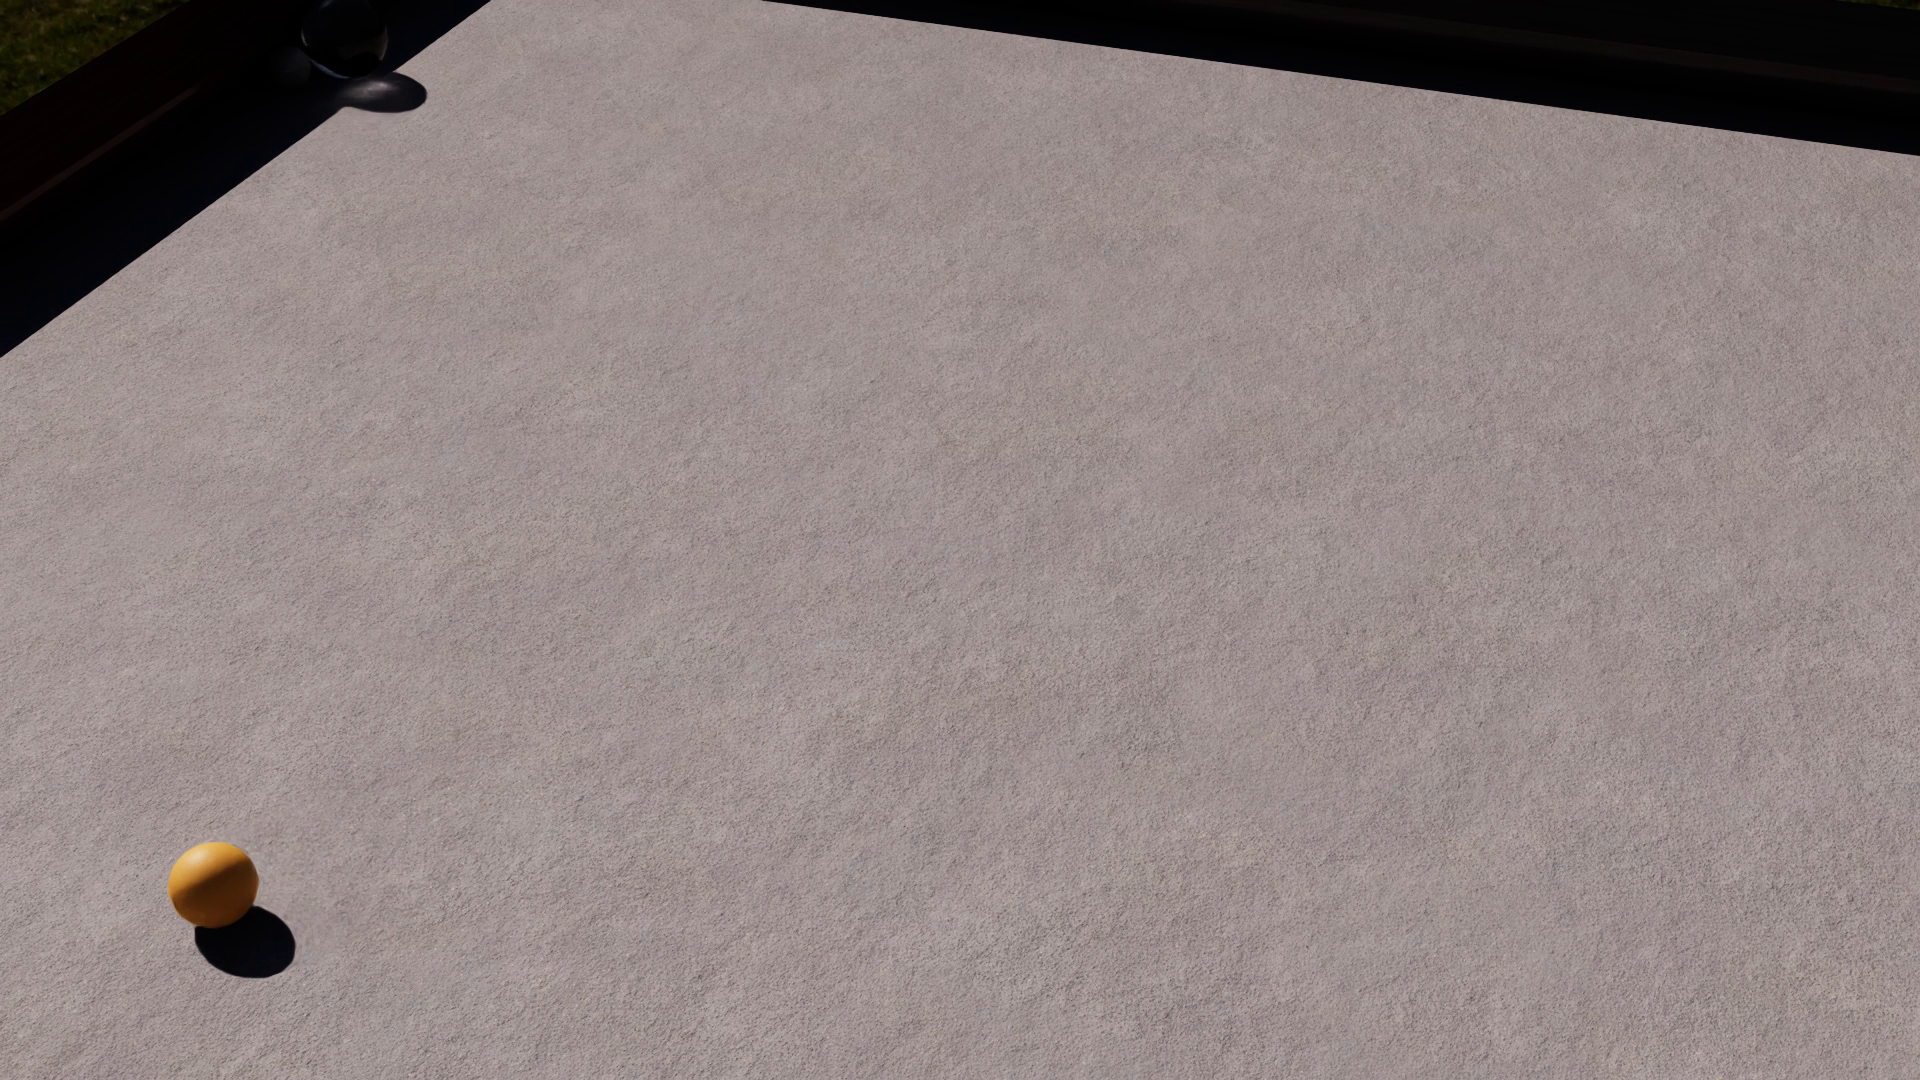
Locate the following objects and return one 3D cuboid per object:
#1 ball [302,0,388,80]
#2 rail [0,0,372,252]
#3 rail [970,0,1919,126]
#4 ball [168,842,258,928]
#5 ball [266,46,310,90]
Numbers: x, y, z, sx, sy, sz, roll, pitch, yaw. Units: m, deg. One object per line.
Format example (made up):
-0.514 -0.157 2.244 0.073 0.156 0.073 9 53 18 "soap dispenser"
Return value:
-0.692 -0.567 2.889 0.096 0.096 0.096 0 33 0 "ball"
-1.003 -0.220 2.326 0.045 0.129 2.358 11 35 16 "rail"
1.412 -0.422 2.635 4.352 0.129 0.045 11 35 16 "rail"
-0.495 0.229 1.704 0.057 0.057 0.057 0 33 0 "ball"
-0.753 -0.529 2.874 0.049 0.049 0.049 0 33 0 "ball"
